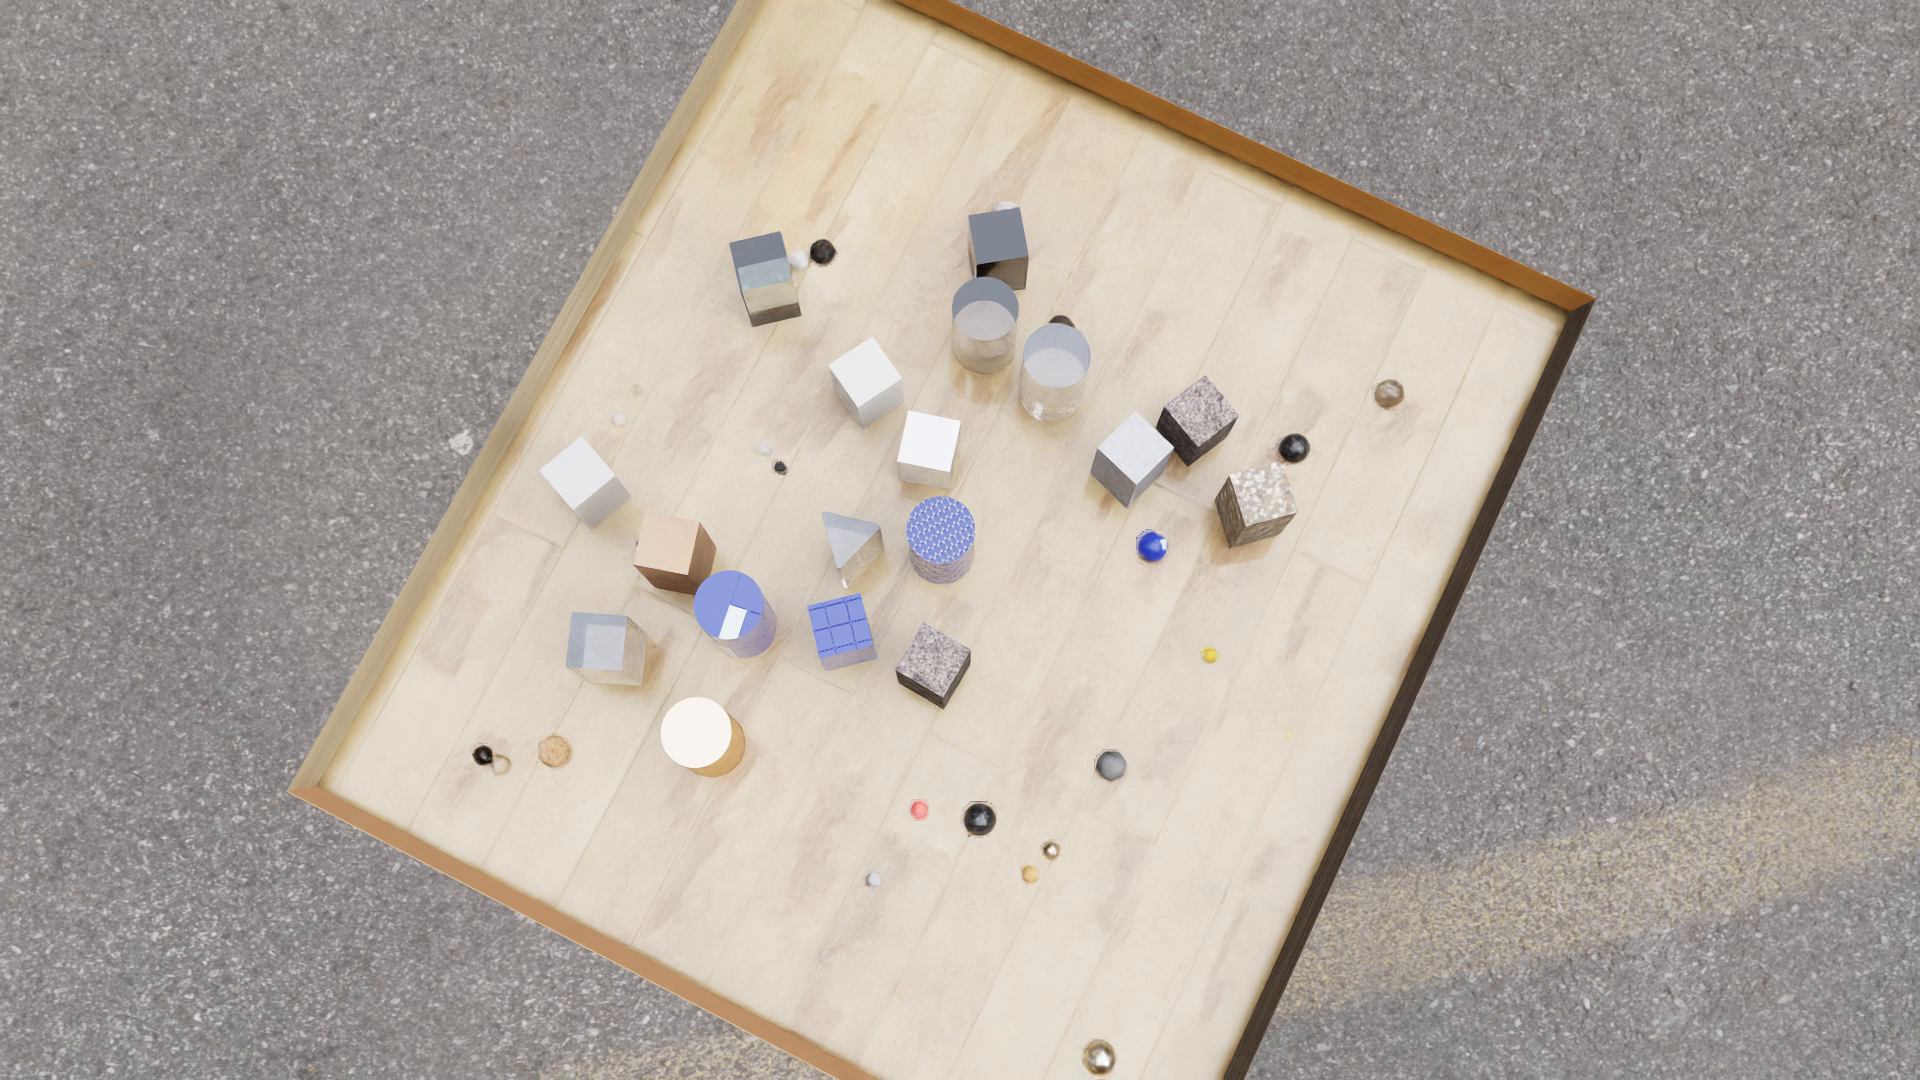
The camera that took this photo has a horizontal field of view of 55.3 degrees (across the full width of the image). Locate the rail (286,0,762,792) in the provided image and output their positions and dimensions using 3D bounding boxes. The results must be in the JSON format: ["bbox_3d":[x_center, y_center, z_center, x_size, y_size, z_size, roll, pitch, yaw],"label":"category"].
[{"bbox_3d":[-1.246,-0.603,5.675,0.045,0.129,3.101,26,80,5],"label":"rail"}]

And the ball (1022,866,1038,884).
[{"bbox_3d":[0.206,0.984,5.387,0.051,0.051,0.051,0,78,0],"label":"ball"}]

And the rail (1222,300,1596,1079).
[{"bbox_3d":[1.246,0.617,5.422,0.045,0.129,3.101,26,80,5],"label":"rail"}]

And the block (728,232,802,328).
[{"bbox_3d":[-0.593,-0.795,5.612,0.159,0.331,0.159,-13,79,-3],"label":"block"}]

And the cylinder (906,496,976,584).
[{"bbox_3d":[-0.055,0.005,5.443,0.198,0.338,0.198,0,78,0],"label":"cylinder"}]

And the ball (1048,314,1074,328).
[{"bbox_3d":[0.313,-0.659,5.709,0.085,0.085,0.085,0,78,0],"label":"ball"}]

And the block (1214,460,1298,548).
[{"bbox_3d":[0.881,-0.102,5.472,0.159,0.325,0.159,-15,79,-3],"label":"block"}]

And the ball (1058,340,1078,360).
[{"bbox_3d":[0.336,-0.589,5.702,0.063,0.063,0.063,0,78,0],"label":"ball"}]

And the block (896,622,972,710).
[{"bbox_3d":[-0.077,0.373,5.383,0.159,0.307,0.159,30,80,6],"label":"block"}]

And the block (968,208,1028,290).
[{"bbox_3d":[0.116,-0.885,5.651,0.159,0.291,0.159,-9,78,-2],"label":"block"}]

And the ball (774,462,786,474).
[{"bbox_3d":[-0.554,-0.222,5.642,0.040,0.040,0.040,0,78,0],"label":"ball"}]

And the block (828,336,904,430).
[{"bbox_3d":[-0.283,-0.476,5.587,0.159,0.251,0.159,-34,80,-7],"label":"block"}]

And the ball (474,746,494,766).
[{"bbox_3d":[-1.419,0.641,5.454,0.058,0.058,0.058,0,78,0],"label":"ball"}]

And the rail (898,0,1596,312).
[{"bbox_3d":[0.683,-1.330,5.825,2.833,0.129,0.045,26,80,5],"label":"rail"}]

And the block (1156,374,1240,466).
[{"bbox_3d":[0.718,-0.359,5.564,0.159,0.248,0.159,-37,81,-7],"label":"block"}]

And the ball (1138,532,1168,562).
[{"bbox_3d":[0.586,0.021,5.565,0.093,0.093,0.093,0,78,0],"label":"ball"}]

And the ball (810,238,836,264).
[{"bbox_3d":[-0.431,-0.906,5.763,0.081,0.081,0.081,0,78,0],"label":"ball"}]

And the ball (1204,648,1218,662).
[{"bbox_3d":[0.754,0.348,5.523,0.043,0.043,0.043,0,78,0],"label":"ball"}]

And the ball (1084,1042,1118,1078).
[{"bbox_3d":[0.403,1.489,5.258,0.099,0.099,0.099,0,78,0],"label":"ball"}]

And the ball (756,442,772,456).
[{"bbox_3d":[-0.604,-0.281,5.652,0.046,0.046,0.046,0,78,0],"label":"ball"}]

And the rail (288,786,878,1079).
[{"bbox_3d":[-0.683,1.344,5.271,2.833,0.129,0.045,26,80,5],"label":"rail"}]

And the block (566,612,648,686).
[{"bbox_3d":[-1.033,0.322,5.376,0.159,0.341,0.159,4,78,1],"label":"block"}]

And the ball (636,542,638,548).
[{"bbox_3d":[-0.948,0.022,5.571,0.077,0.077,0.077,0,78,0],"label":"ball"}]

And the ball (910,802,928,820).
[{"bbox_3d":[-0.119,0.799,5.424,0.053,0.053,0.053,0,78,0],"label":"ball"}]

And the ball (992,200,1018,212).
[{"bbox_3d":[0.146,-1.027,5.784,0.088,0.088,0.088,0,78,0],"label":"ball"}]

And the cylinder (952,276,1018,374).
[{"bbox_3d":[0.075,-0.650,5.580,0.198,0.336,0.198,0,78,0],"label":"cylinder"}]

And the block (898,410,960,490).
[{"bbox_3d":[-0.092,-0.269,5.549,0.159,0.241,0.159,12,79,2],"label":"block"}]

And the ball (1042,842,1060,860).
[{"bbox_3d":[0.270,0.916,5.399,0.054,0.054,0.054,0,78,0],"label":"ball"}]

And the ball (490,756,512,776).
[{"bbox_3d":[-1.364,0.672,5.446,0.062,0.062,0.062,0,78,0],"label":"ball"}]

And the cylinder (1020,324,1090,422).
[{"bbox_3d":[0.283,-0.502,5.535,0.198,0.364,0.198,0,78,0],"label":"cylinder"}]

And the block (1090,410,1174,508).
[{"bbox_3d":[0.513,-0.238,5.506,0.159,0.314,0.159,44,82,8],"label":"block"}]

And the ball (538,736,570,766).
[{"bbox_3d":[-1.207,0.626,5.439,0.094,0.094,0.094,0,78,0],"label":"ball"}]

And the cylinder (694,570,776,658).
[{"bbox_3d":[-0.655,0.222,5.373,0.198,0.386,0.198,0,78,0],"label":"cylinder"}]

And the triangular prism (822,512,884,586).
[{"bbox_3d":[-0.344,0.003,5.451,0.149,0.324,0.172,43,81,8],"label":"triangular prism"}]

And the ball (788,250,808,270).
[{"bbox_3d":[-0.507,-0.880,5.759,0.061,0.061,0.061,0,78,0],"label":"ball"}]

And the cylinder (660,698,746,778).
[{"bbox_3d":[-0.741,0.576,5.316,0.198,0.355,0.198,0,78,0],"label":"cylinder"}]

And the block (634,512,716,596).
[{"bbox_3d":[-0.838,0.046,5.415,0.159,0.375,0.159,11,79,2],"label":"block"}]

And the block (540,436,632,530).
[{"bbox_3d":[-1.122,-0.169,5.509,0.159,0.279,0.159,-41,81,-8],"label":"block"}]

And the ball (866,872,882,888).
[{"bbox_3d":[-0.252,0.998,5.385,0.050,0.050,0.050,0,78,0],"label":"ball"}]

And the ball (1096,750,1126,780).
[{"bbox_3d":[0.449,0.669,5.433,0.089,0.089,0.089,0,78,0],"label":"ball"}]

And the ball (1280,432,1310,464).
[{"bbox_3d":[1.027,-0.281,5.627,0.094,0.094,0.094,0,78,0],"label":"ball"}]

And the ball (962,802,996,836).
[{"bbox_3d":[0.058,0.824,5.396,0.099,0.099,0.099,0,78,0],"label":"ball"}]

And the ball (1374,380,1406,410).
[{"bbox_3d":[1.328,-0.450,5.662,0.093,0.093,0.093,0,78,0],"label":"ball"}]

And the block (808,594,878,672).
[{"bbox_3d":[-0.346,0.274,5.421,0.159,0.272,0.159,-14,79,-3],"label":"block"}]
